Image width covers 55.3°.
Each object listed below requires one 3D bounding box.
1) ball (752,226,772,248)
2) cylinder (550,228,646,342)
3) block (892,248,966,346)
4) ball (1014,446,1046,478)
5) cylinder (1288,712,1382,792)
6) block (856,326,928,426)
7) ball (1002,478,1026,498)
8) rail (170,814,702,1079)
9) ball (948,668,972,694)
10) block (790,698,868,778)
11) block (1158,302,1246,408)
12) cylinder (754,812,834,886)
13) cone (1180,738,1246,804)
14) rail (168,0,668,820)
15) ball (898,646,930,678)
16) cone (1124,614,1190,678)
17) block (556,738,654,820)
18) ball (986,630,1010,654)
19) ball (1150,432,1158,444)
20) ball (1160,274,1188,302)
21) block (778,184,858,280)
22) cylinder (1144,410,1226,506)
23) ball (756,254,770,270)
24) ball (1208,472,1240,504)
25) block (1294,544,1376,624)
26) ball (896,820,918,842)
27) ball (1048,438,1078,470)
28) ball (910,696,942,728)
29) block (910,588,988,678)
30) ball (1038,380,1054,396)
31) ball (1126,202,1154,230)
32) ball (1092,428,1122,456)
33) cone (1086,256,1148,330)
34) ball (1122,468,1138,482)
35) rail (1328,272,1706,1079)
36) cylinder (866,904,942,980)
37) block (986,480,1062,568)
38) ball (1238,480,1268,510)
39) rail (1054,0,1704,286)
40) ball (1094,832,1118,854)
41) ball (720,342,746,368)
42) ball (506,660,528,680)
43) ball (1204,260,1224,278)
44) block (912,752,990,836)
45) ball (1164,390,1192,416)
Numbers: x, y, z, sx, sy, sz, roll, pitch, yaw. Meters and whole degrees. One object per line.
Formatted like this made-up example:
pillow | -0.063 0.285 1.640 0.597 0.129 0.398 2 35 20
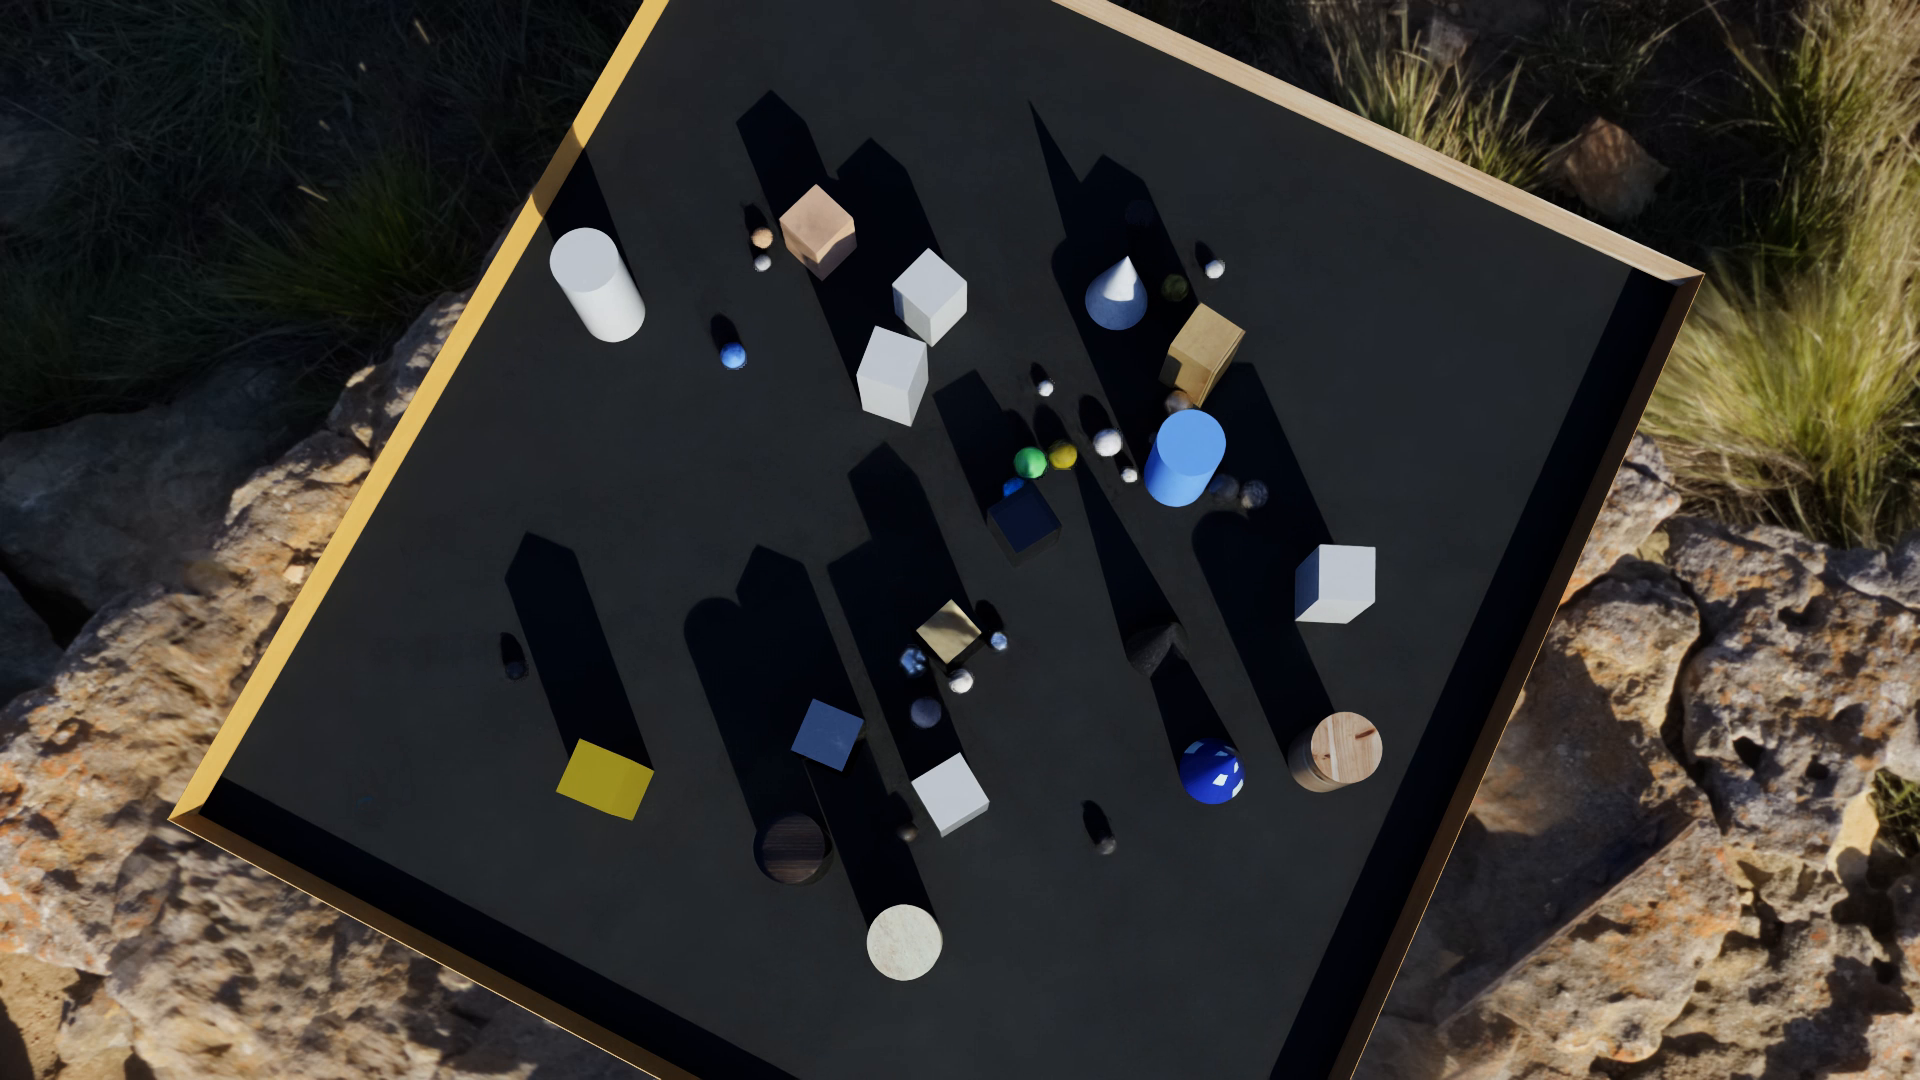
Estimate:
ball | -0.624 -0.955 5.780 0.067 0.067 0.067 0 78 0
cylinder | -1.089 -0.765 5.539 0.199 0.463 0.199 0 78 0
block | -0.091 -0.742 5.629 0.159 0.277 0.159 43 81 8
ball | 0.215 -0.237 5.615 0.099 0.099 0.099 0 78 0
cylinder | 1.077 0.617 5.293 0.199 0.384 0.199 0 78 0
block | -0.200 -0.489 5.524 0.159 0.379 0.159 19 79 4
ball | 0.171 -0.153 5.607 0.080 0.080 0.080 0 78 0
rail | -0.783 1.541 5.231 3.369 0.129 0.045 26 80 5
ball | 0.000 0.420 5.468 0.075 0.075 0.075 0 78 0
block | -0.376 0.583 5.346 0.159 0.294 0.159 22 79 4
block | 0.728 -0.556 5.548 0.159 0.360 0.159 35 80 7
cylinder | -0.471 0.885 5.237 0.199 0.384 0.199 0 78 0
cone | 0.753 0.641 5.242 0.199 0.474 0.199 0 78 0
rail | -1.485 -0.720 5.699 0.045 0.129 3.551 26 80 5
ball | -0.139 0.367 5.489 0.097 0.097 0.097 0 78 0
cone | 0.597 0.278 5.350 0.199 0.409 0.199 0 78 0
block | -1.016 0.694 5.275 0.159 0.388 0.159 22 79 4
ball | 0.116 0.307 5.513 0.071 0.071 0.071 0 78 0
ball | 0.607 -0.313 5.660 0.043 0.043 0.043 0 78 0
ball | 0.670 -0.787 5.735 0.089 0.089 0.089 0 78 0
block | -0.438 -0.952 5.687 0.159 0.247 0.159 44 82 8
cylinder | 0.665 -0.240 5.463 0.199 0.397 0.199 0 78 0
ball | -0.621 -0.875 5.772 0.050 0.050 0.050 0 78 0
ball | 0.807 -0.159 5.601 0.094 0.094 0.094 0 78 0
block | 1.100 0.133 5.393 0.159 0.384 0.159 3 78 1
ball | -0.158 0.860 5.406 0.064 0.064 0.064 0 78 0
ball | 0.315 -0.264 5.624 0.093 0.093 0.093 0 78 0
ball | -0.101 0.513 5.462 0.095 0.095 0.095 0 78 0
block | -0.032 0.276 5.408 0.159 0.297 0.159 -41 81 -8
ball | 0.266 -0.471 5.689 0.049 0.049 0.049 0 78 0
ball | 0.567 -1.023 5.784 0.088 0.088 0.088 0 78 0
ball | 0.453 -0.300 5.633 0.089 0.089 0.089 0 78 0
cone | 0.493 -0.796 5.579 0.199 0.396 0.199 0 78 0
ball | 0.522 -0.200 5.633 0.048 0.048 0.048 0 78 0
rail | 1.485 0.734 5.398 0.045 0.129 3.551 26 80 5
cylinder | -0.150 1.125 5.138 0.199 0.480 0.199 0 78 0
block | 0.191 -0.043 5.502 0.159 0.242 0.159 -32 80 -6
ball | 0.897 -0.137 5.599 0.090 0.090 0.090 0 78 0
rail | 0.783 -1.527 5.866 3.369 0.129 0.045 26 80 5
ball | 0.429 0.892 5.397 0.068 0.068 0.068 0 78 0
ball | -0.706 -0.575 5.694 0.081 0.081 0.081 0 78 0
ball | -1.333 0.391 5.503 0.064 0.064 0.064 0 78 0
ball | 0.798 -0.851 5.763 0.059 0.059 0.059 0 78 0
block | -0.027 0.736 5.263 0.159 0.394 0.159 -31 80 -6
ball | 0.671 -0.421 5.660 0.086 0.086 0.086 0 78 0
